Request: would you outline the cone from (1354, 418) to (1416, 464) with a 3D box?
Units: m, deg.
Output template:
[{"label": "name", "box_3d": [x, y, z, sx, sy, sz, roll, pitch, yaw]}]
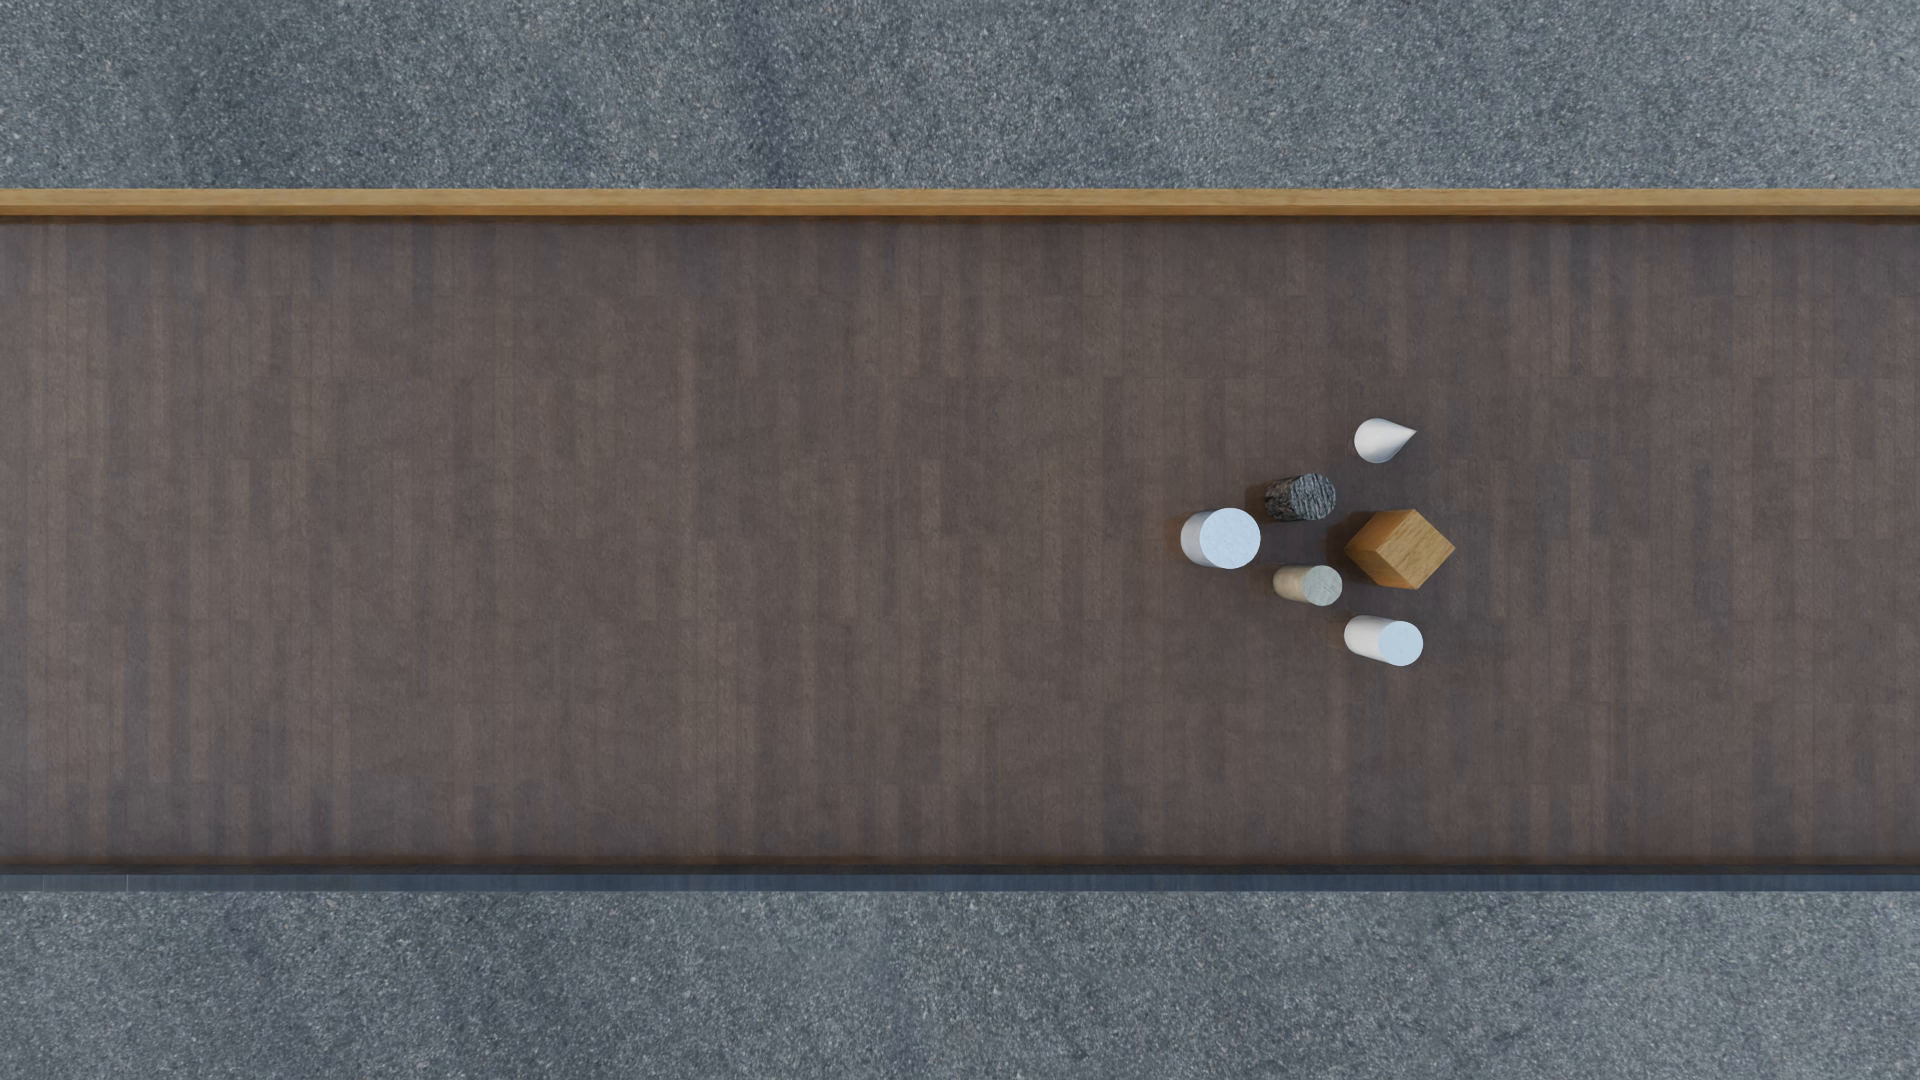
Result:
[{"label": "cone", "box_3d": [1.284, -0.306, 4.856, 0.139, 0.442, 0.139, 0, 90, 0]}]

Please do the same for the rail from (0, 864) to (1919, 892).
[{"label": "rail", "box_3d": [-2.247, 1.025, 5.001, 12.000, 0.150, 0.050, 0, 90, 0]}]

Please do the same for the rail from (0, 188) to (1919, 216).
[{"label": "rail", "box_3d": [-2.247, -1.025, 5.002, 12.000, 0.150, 0.050, 0, 90, 0]}]

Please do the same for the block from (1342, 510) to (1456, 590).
[{"label": "block", "box_3d": [1.288, 0.026, 4.870, 0.161, 0.413, 0.161, 43, 90, 0]}]

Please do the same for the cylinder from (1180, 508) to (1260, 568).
[{"label": "cylinder", "box_3d": [0.765, -0.005, 4.873, 0.172, 0.408, 0.172, 0, 90, 0]}]

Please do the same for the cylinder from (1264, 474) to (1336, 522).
[{"label": "cylinder", "box_3d": [1.003, -0.123, 4.881, 0.132, 0.392, 0.132, 0, 90, 0]}]

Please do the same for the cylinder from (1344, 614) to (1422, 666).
[{"label": "cylinder", "box_3d": [1.246, 0.293, 4.869, 0.126, 0.415, 0.126, 0, 90, 0]}]

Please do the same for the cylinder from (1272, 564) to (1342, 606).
[{"label": "cylinder", "box_3d": [1.019, 0.128, 4.858, 0.113, 0.437, 0.113, 0, 90, 0]}]
